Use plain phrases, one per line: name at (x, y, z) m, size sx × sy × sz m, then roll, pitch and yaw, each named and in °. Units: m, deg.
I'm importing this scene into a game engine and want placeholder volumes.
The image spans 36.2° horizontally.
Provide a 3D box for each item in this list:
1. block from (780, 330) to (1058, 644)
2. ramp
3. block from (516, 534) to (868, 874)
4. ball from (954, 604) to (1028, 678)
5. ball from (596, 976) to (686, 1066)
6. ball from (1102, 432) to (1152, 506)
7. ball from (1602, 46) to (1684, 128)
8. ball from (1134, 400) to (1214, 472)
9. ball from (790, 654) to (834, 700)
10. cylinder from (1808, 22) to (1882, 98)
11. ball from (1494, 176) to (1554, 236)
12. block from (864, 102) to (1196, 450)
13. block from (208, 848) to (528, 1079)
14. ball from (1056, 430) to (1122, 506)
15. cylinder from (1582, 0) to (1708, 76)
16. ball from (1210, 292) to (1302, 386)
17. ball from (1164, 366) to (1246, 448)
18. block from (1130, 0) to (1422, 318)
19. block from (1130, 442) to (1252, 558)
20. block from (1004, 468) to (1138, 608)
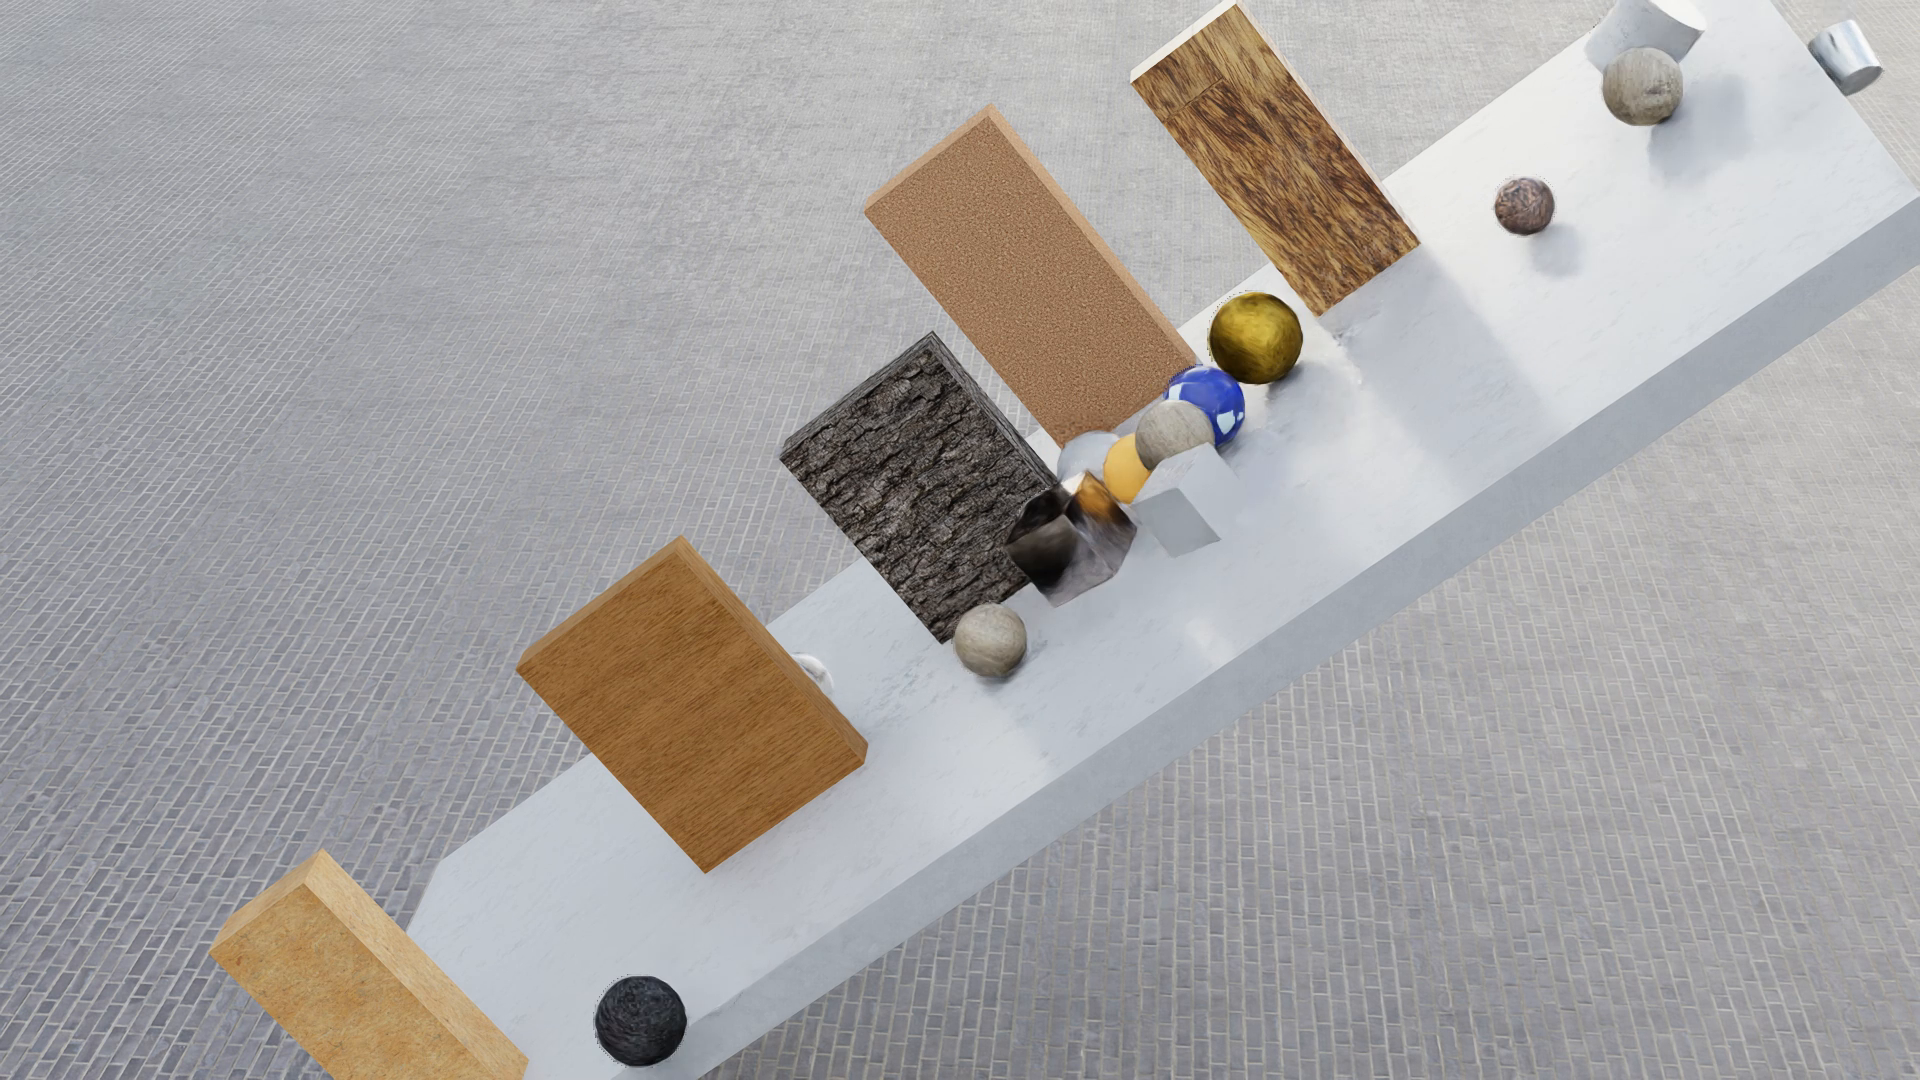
block at (-0.049, -0.108, 6.323) m, size 0.412 × 0.549 × 0.110 m, roll -36°, pitch 16°, yaw 18°
ramp at (0.122, 0.184, 6.337) m, size 4.000 × 0.100 × 2.000 m, roll -36°, pitch 16°, yaw 18°
block at (-0.558, 0.350, 6.161) m, size 0.443 × 0.606 × 0.090 m, roll -36°, pitch 16°, yaw 18°
ball at (0.062, 0.203, 5.960) m, size 0.150 × 0.150 × 0.150 m, roll 0°, pitch 24°, yaw 0°
ball at (-0.605, 0.912, 5.574) m, size 0.172 × 0.172 × 0.172 m, roll 0°, pitch 24°, yaw 0°
ball at (0.379, -0.146, 6.151) m, size 0.160 × 0.160 × 0.160 m, roll 0°, pitch 24°, yaw 0°
ball at (1.372, -0.911, 5.909) m, size 0.161 × 0.161 × 0.161 m, roll 0°, pitch 24°, yaw 0°
ball at (0.438, -0.205, 5.999) m, size 0.164 × 0.164 × 0.164 m, roll 0°, pitch 24°, yaw 0°
ball at (-0.352, 0.324, 6.419) m, size 0.151 × 0.151 × 0.151 m, roll 0°, pitch 24°, yaw 0°
cylinder at (1.800, -0.977, 5.986) m, size 0.111 × 0.111 × 0.111 m, roll -11°, pitch 67°, yaw -24°
ball at (1.131, -0.670, 5.894) m, size 0.120 × 0.120 × 0.120 m, roll 0°, pitch 24°, yaw 0°
block at (0.164, -0.587, 6.740) m, size 0.365 × 0.758 × 0.115 m, roll -36°, pitch 16°, yaw 18°
block at (-1.197, 0.951, 5.983) m, size 0.270 × 0.625 × 0.139 m, roll -36°, pitch 16°, yaw 18°
ball at (0.294, -0.148, 6.303) m, size 0.176 × 0.176 × 0.176 m, roll 0°, pitch 24°, yaw 0°
cylinder at (1.405, -1.032, 6.034) m, size 0.179 × 0.179 × 0.179 m, roll 24°, pitch 33°, yaw -17°
ball at (0.630, -0.428, 6.262) m, size 0.198 × 0.198 × 0.198 m, roll 0°, pitch 24°, yaw 0°
ball at (0.514, -0.278, 6.174) m, size 0.173 × 0.173 × 0.173 m, roll 0°, pitch 24°, yaw 0°
block at (0.683, -0.827, 6.353) m, size 0.279 × 0.665 × 0.106 m, roll -36°, pitch 16°, yaw 18°
block at (0.456, -0.078, 5.820) m, size 0.142 × 0.142 × 0.142 m, roll -23°, pitch 24°, yaw 48°
block at (0.230, -0.003, 6.086) m, size 0.172 × 0.172 × 0.172 m, roll -29°, pitch 19°, yaw 35°
